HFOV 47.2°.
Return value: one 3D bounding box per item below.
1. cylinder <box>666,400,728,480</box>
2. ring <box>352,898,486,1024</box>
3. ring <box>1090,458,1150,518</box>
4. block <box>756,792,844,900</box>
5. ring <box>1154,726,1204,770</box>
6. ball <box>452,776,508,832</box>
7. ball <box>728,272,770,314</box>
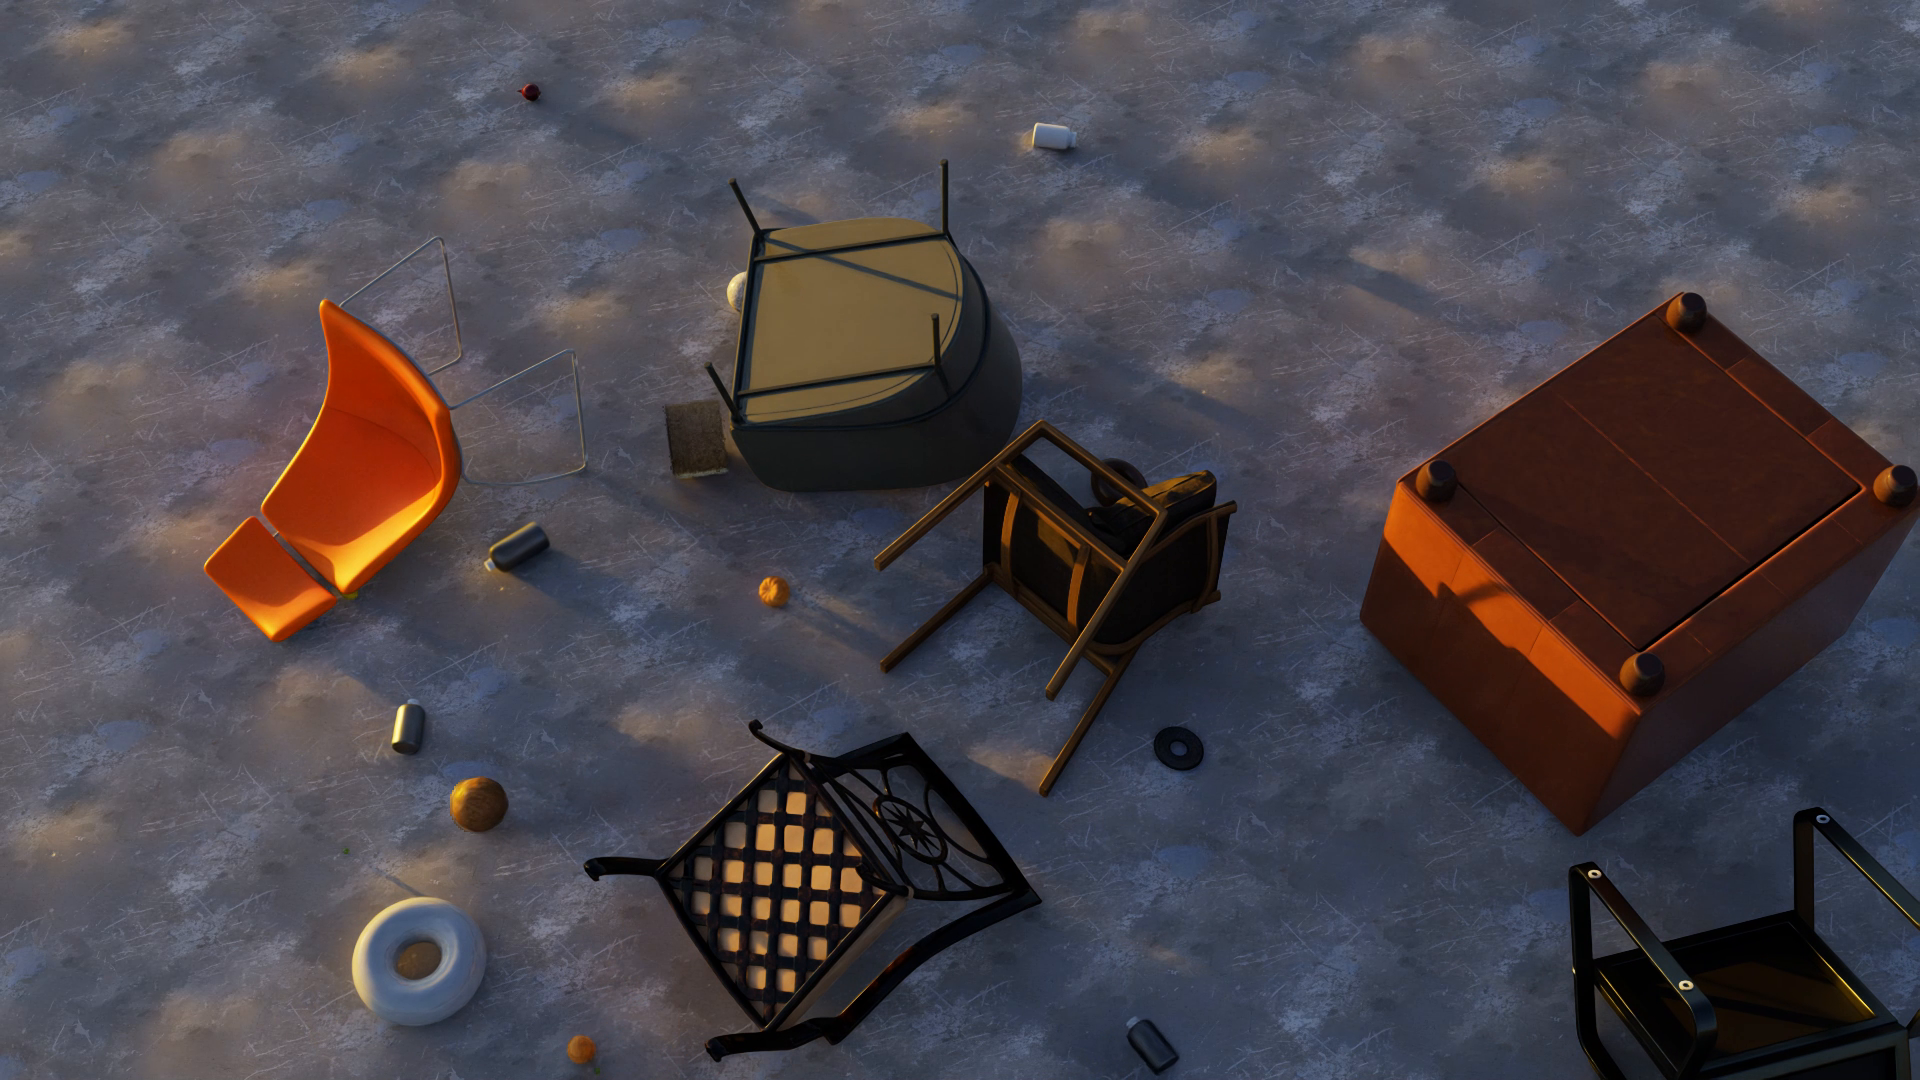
[{"bbox_3d":[-0.795,-0.303,6.642,0.160,0.220,0.235,-7,22,-5],"label":"cylinder"},{"bbox_3d":[-1.415,1.101,5.756,0.348,0.135,0.345,28,61,16],"label":"ring"},{"bbox_3d":[0.482,-0.158,6.632,0.157,0.082,0.213,-27,59,-18],"label":"ring"},{"bbox_3d":[-0.429,0.824,5.907,0.161,0.190,0.165,-27,60,-17],"label":"block"},{"bbox_3d":[0.613,0.585,6.169,0.147,0.022,0.132,38,64,22],"label":"ring"},{"bbox_3d":[-1.310,0.721,6.000,0.150,0.150,0.150,0,56,0],"label":"ball"},{"bbox_3d":[-0.675,-0.788,7.020,0.137,0.137,0.137,0,56,0],"label":"ball"}]
